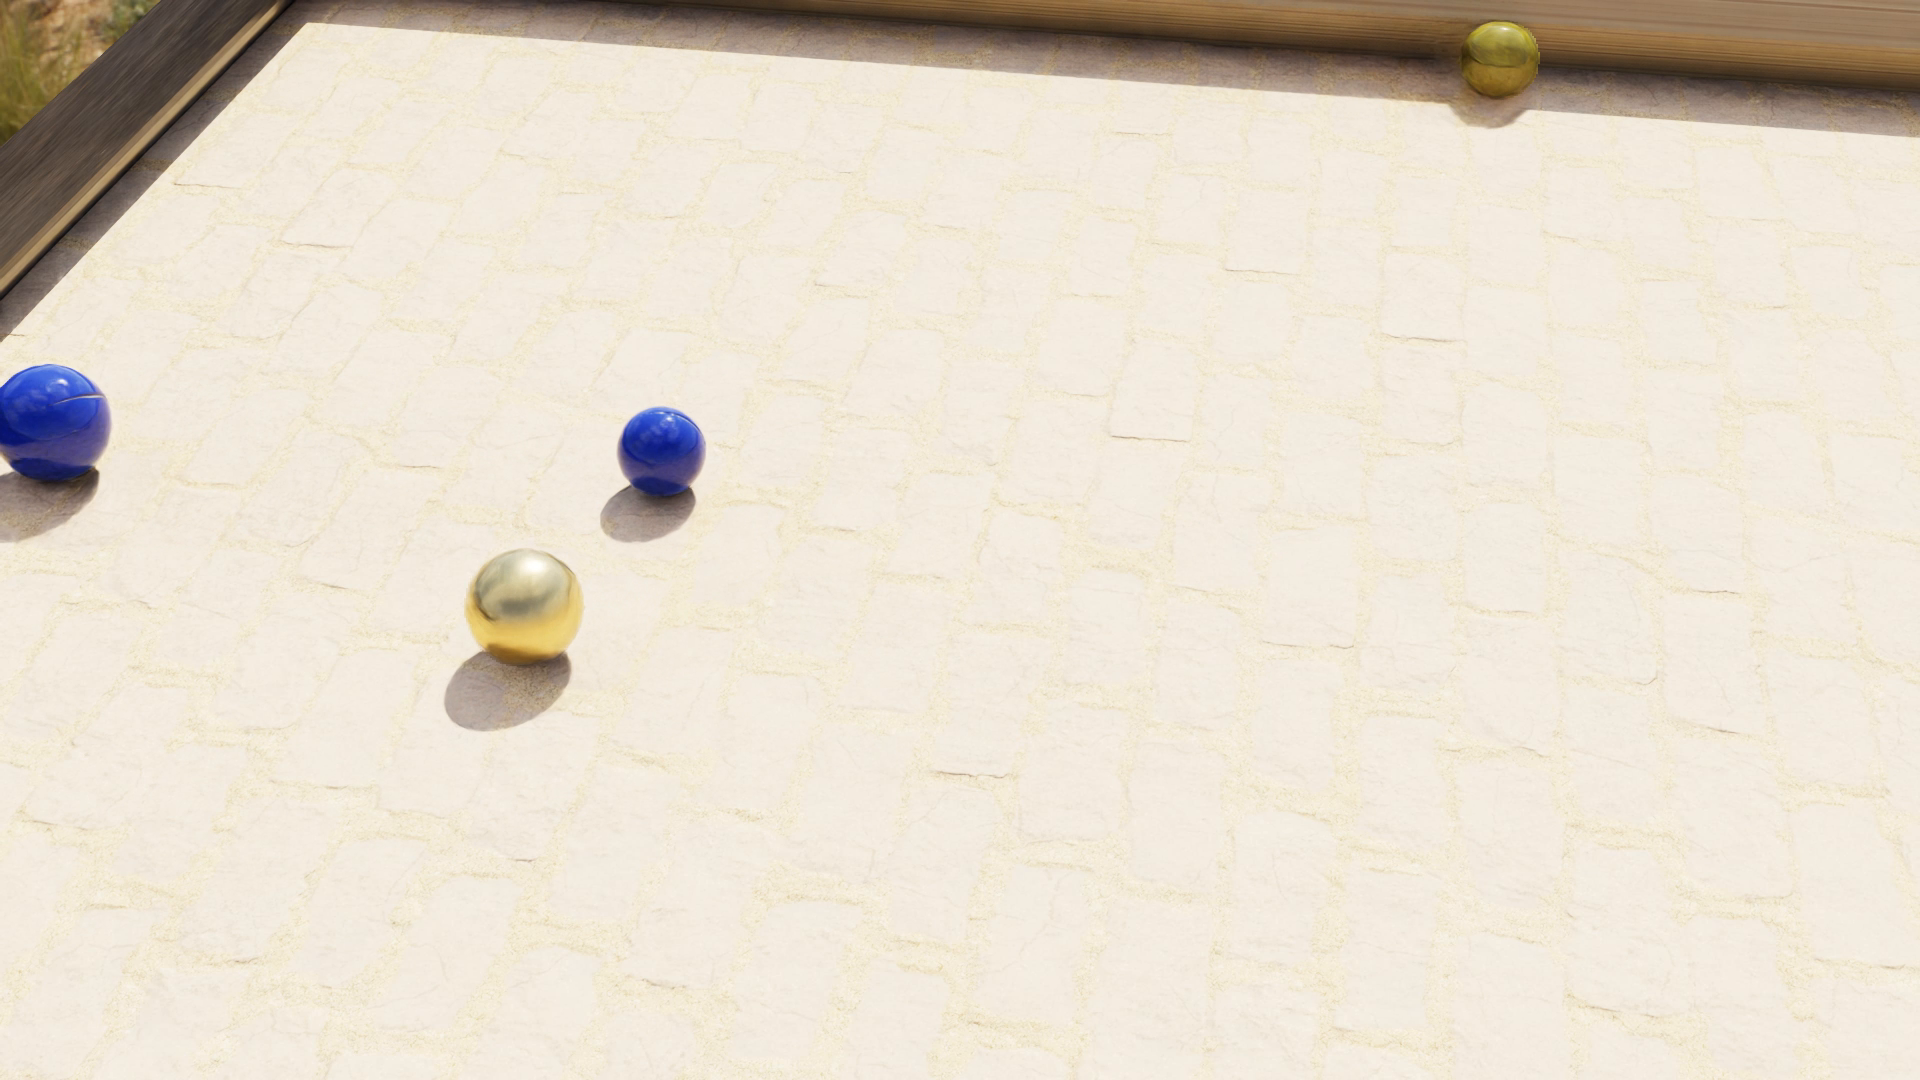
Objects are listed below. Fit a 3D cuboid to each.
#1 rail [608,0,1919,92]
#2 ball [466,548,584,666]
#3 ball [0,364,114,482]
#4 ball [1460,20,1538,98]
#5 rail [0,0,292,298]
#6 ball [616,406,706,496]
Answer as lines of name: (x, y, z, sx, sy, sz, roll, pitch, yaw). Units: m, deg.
rail: (1.063, -0.484, 2.544, 3.626, 0.120, 0.045, 6, 35, 8)
ball: (-0.306, 0.047, 1.806, 0.083, 0.083, 0.083, 0, 35, 0)
ball: (-0.708, -0.091, 1.999, 0.092, 0.092, 0.092, 0, 35, 0)
ball: (0.542, -0.484, 2.585, 0.076, 0.076, 0.076, 0, 35, 0)
rail: (-0.870, -0.101, 1.986, 0.045, 0.120, 2.039, 6, 35, 8)
ball: (-0.231, -0.068, 1.986, 0.070, 0.070, 0.070, 0, 35, 0)
